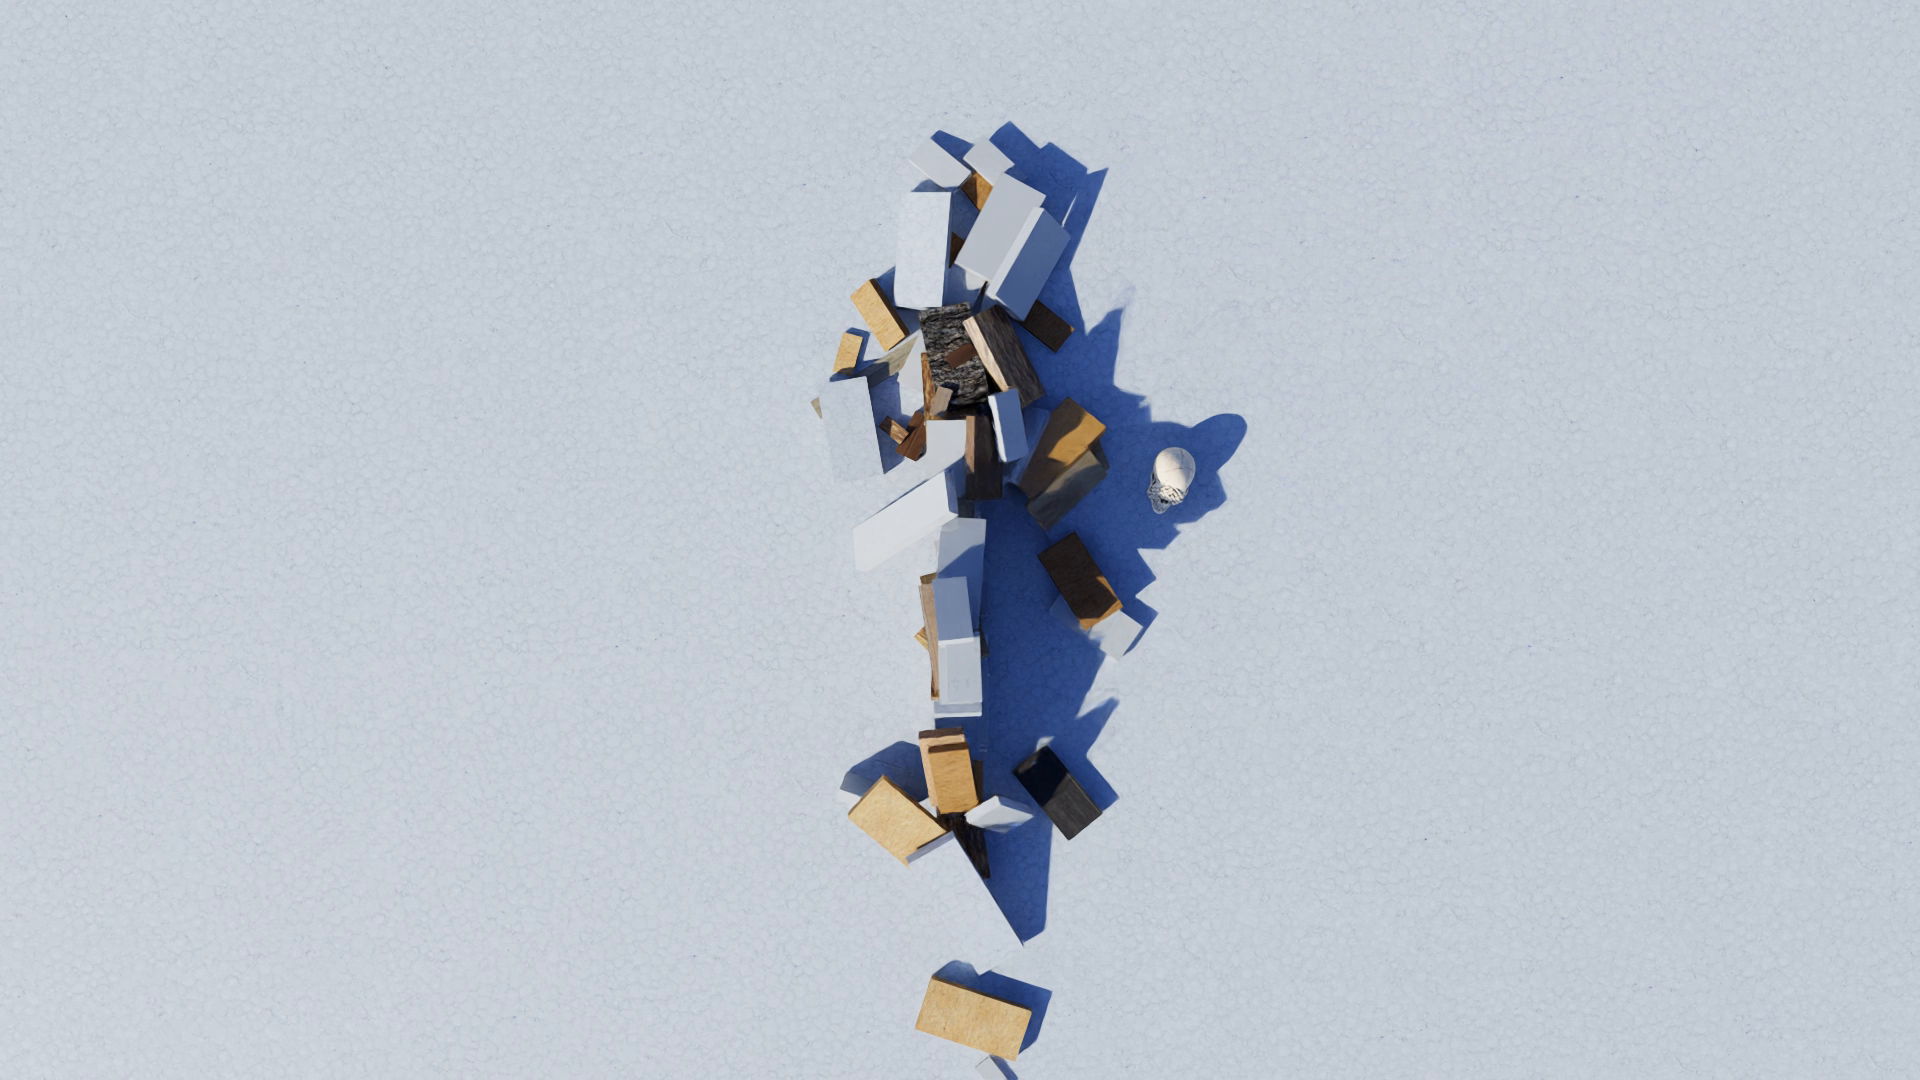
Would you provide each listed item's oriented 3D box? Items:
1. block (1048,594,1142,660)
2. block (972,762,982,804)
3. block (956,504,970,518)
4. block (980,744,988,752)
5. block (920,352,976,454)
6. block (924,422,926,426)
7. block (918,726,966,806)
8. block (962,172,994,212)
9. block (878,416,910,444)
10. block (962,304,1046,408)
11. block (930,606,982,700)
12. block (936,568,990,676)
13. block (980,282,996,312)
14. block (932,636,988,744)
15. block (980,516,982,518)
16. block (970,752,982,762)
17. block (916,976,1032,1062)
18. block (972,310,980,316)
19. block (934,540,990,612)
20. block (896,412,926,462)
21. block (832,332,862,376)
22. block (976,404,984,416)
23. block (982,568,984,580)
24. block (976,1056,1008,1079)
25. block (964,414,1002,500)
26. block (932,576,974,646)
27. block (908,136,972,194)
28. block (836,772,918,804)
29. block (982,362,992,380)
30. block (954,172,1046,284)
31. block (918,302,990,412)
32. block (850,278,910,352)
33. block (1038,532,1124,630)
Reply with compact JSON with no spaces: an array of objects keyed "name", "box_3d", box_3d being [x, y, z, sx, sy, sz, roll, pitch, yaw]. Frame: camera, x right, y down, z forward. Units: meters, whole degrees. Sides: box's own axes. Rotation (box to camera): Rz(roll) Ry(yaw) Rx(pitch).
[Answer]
[{"name":"block","box_3d":[0.449,0.263,5.480,0.284,0.040,0.142,35,90,0]},{"name":"block","box_3d":[0.006,0.772,5.480,0.140,0.040,0.280,0,90,0]},{"name":"block","box_3d":[-0.002,-0.017,5.263,0.089,0.025,0.177,-10,87,1]},{"name":"block","box_3d":[0.001,0.515,5.417,0.176,0.050,0.352,0,75,0]},{"name":"block","box_3d":[-0.033,-0.440,5.387,0.169,0.048,0.357,-4,79,0]},{"name":"block","box_3d":[-0.037,-0.488,5.452,0.076,0.021,0.262,20,79,5]},{"name":"block","box_3d":[-0.041,0.726,5.270,0.142,0.040,0.284,-6,122,4]},{"name":"block","box_3d":[0.120,-1.121,5.483,0.121,0.034,0.242,-38,90,0]},{"name":"block","box_3d":[-0.219,-0.365,5.480,0.096,0.014,0.048,40,93,14]},{"name":"block","box_3d":[0.147,-0.595,5.390,0.048,0.168,0.336,-22,98,41]},{"name":"block","box_3d":[-0.012,0.352,5.118,0.147,0.042,0.294,2,69,1]},{"name":"block","box_3d":[0.008,0.271,5.431,0.176,0.050,0.352,0,75,0]},{"name":"block","box_3d":[0.109,-0.774,5.460,0.073,0.021,0.147,11,97,-1]},{"name":"block","box_3d":[0.001,0.484,5.335,0.176,0.050,0.352,0,88,0]},{"name":"block","box_3d":[0.004,-0.066,5.444,0.130,0.037,0.260,-1,73,0]},{"name":"block","box_3d":[0.004,0.588,5.450,0.140,0.040,0.280,0,77,0]},{"name":"block","box_3d":[0.045,1.588,5.475,0.349,0.049,0.175,18,90,0]},{"name":"block","box_3d":[0.046,-0.687,5.490,0.073,0.021,0.147,11,90,0]},{"name":"block","box_3d":[0.005,0.117,5.363,0.130,0.037,0.260,-13,86,-2]},{"name":"block","box_3d":[-0.148,-0.345,5.489,0.076,0.021,0.151,26,90,0]},{"name":"block","box_3d":[-0.374,-0.618,5.491,0.067,0.019,0.133,16,90,0]},{"name":"block","box_3d":[0.036,-0.436,5.441,0.076,0.021,0.151,14,78,3]},{"name":"block","box_3d":[0.013,0.106,5.429,0.130,0.037,0.260,-3,73,-1]},{"name":"block","box_3d":[0.111,1.784,5.491,0.061,0.017,0.122,-38,90,0]},{"name":"block","box_3d":[0.077,-0.264,5.267,0.038,0.134,0.268,7,99,44]},{"name":"block","box_3d":[-0.022,0.214,5.004,0.105,0.030,0.210,-6,61,-1]},{"name":"block","box_3d":[-0.066,-1.238,5.468,0.196,0.028,0.098,41,90,11]},{"name":"block","box_3d":[-0.271,0.848,5.435,0.253,0.126,0.036,19,111,0]},{"name":"block","box_3d":[0.103,-0.610,5.476,0.073,0.021,0.147,-19,96,-10]},{"name":"block","box_3d":[0.131,-1.019,5.412,0.166,0.047,0.331,27,88,-6]},{"name":"block","box_3d":[-0.019,-0.595,5.369,0.169,0.048,0.338,-12,79,-2]},{"name":"block","box_3d":[-0.265,-0.744,5.451,0.110,0.031,0.220,-33,90,43]},{"name":"block","box_3d":[0.395,0.136,5.439,0.147,0.042,0.294,-32,89,-2]}]
